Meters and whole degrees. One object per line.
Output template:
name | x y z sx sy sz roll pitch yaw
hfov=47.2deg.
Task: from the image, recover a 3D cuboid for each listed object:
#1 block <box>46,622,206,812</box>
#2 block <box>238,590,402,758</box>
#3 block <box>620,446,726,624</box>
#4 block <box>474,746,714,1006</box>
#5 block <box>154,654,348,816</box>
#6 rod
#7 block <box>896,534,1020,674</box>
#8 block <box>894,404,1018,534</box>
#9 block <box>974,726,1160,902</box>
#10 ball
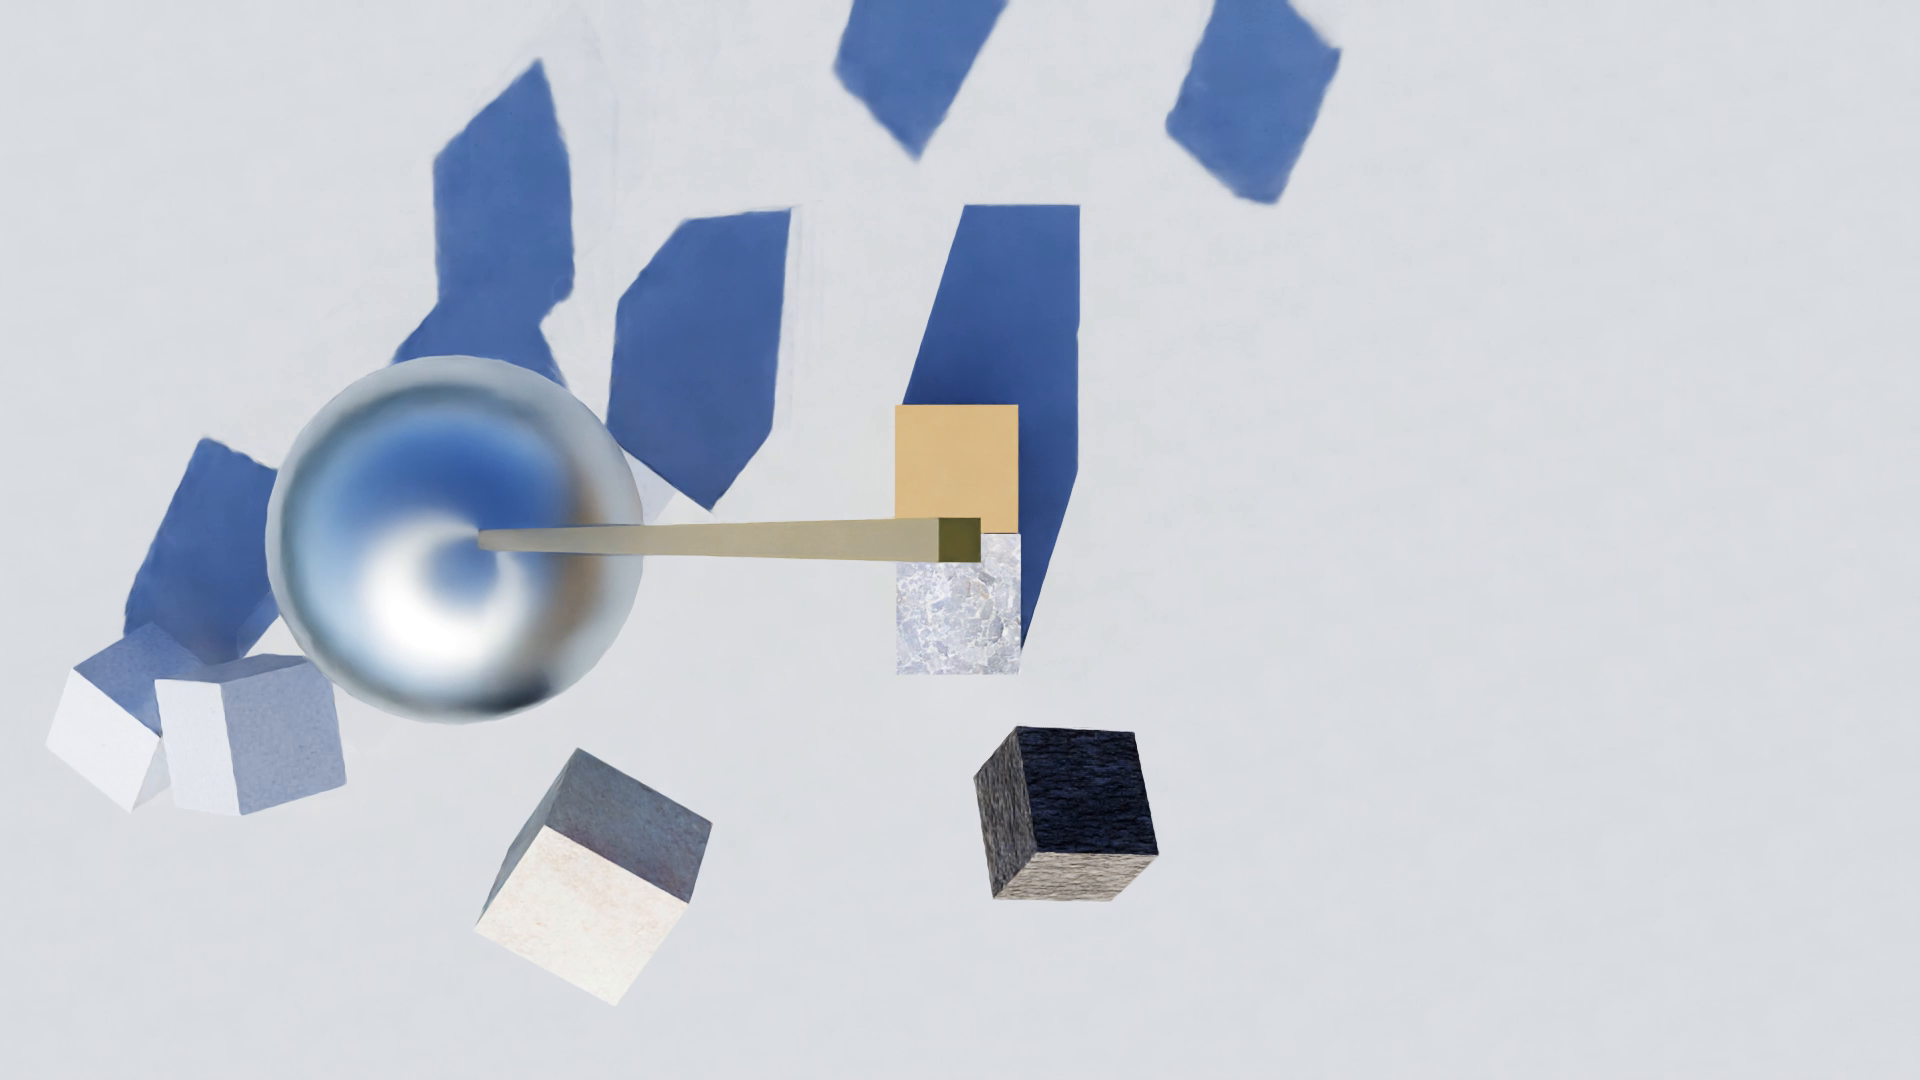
block | -4.668 1.006 12.531 0.637 0.622 0.648 37 123 6
block | -3.396 0.495 12.401 0.883 0.862 0.956 41 85 -20
block | -1.865 -0.079 12.387 0.691 0.786 0.667 36 87 24
block | -1.642 1.512 9.918 0.719 0.635 0.679 31 115 -11
block | -3.592 0.975 11.151 0.606 0.619 0.665 0 99 41
rod | -0.938 0.000 6.317 0.080 5.200 0.080 0 90 -21
block | -0.009 0.359 12.623 0.692 0.754 0.783 0 90 0
block | -0.019 -0.395 12.598 0.683 0.805 0.708 0 90 0
block | 0.493 1.305 10.434 0.619 0.540 0.641 5 56 -23
ball | -2.164 0.000 9.489 1.600 1.600 1.600 0 90 0
